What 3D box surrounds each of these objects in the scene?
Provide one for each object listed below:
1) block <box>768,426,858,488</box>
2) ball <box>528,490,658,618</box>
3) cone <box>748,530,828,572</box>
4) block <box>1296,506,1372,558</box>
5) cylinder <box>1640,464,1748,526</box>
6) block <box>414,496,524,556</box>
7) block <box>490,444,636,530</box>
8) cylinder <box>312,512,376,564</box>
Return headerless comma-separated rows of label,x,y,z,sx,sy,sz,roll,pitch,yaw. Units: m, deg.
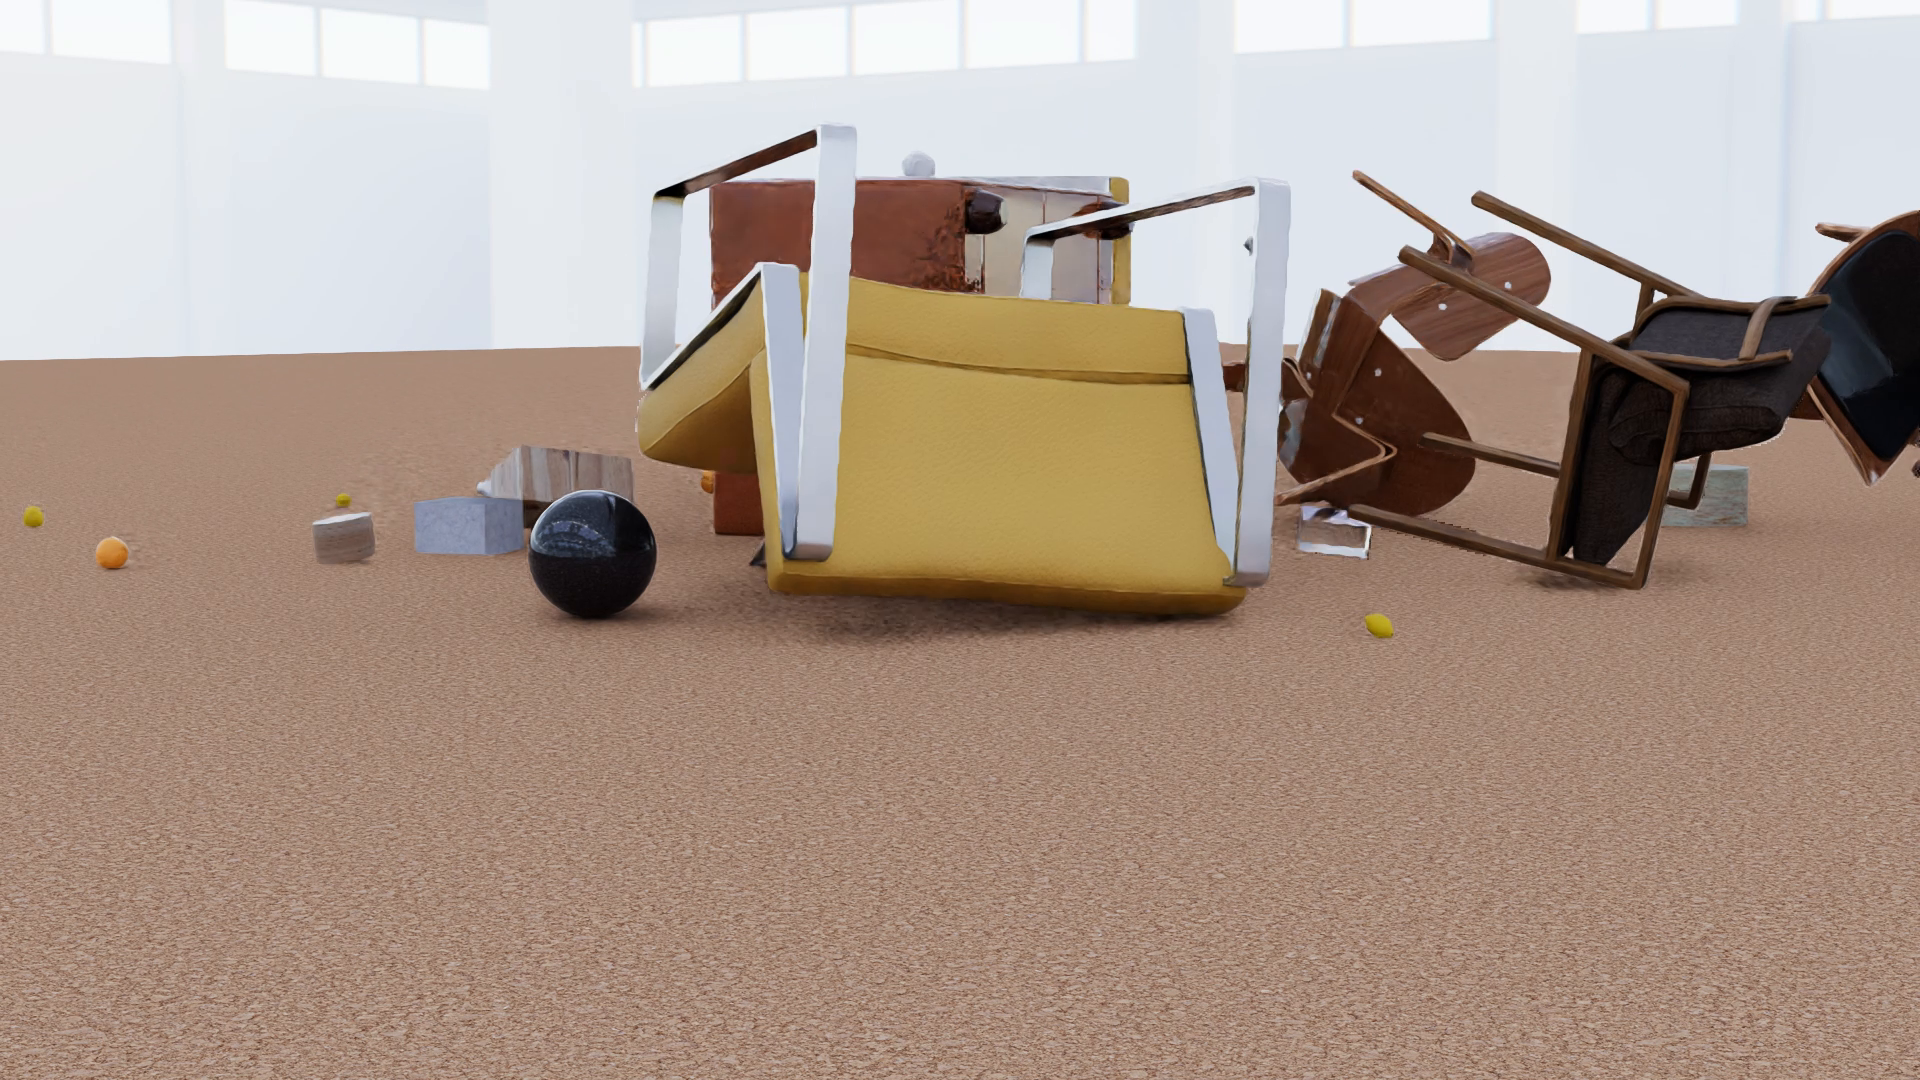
block,-0.458,-0.258,7.975,0.218,0.143,0.135,-13,-3,36
ball,-0.709,0.026,4.949,0.248,0.248,0.248,0,6,0
cone,-0.423,0.041,5.780,0.174,0.092,0.191,14,-19,-36
block,0.848,-0.019,5.817,0.152,0.075,0.082,6,24,1
cylinder,1.961,-0.121,6.850,0.276,0.150,0.230,0,6,4
block,-1.175,-0.033,6.147,0.195,0.121,0.170,2,6,22
block,-0.984,-0.120,6.359,0.298,0.141,0.195,6,-22,-32
cylinder,-1.416,-0.003,5.903,0.092,0.094,0.147,3,13,42
